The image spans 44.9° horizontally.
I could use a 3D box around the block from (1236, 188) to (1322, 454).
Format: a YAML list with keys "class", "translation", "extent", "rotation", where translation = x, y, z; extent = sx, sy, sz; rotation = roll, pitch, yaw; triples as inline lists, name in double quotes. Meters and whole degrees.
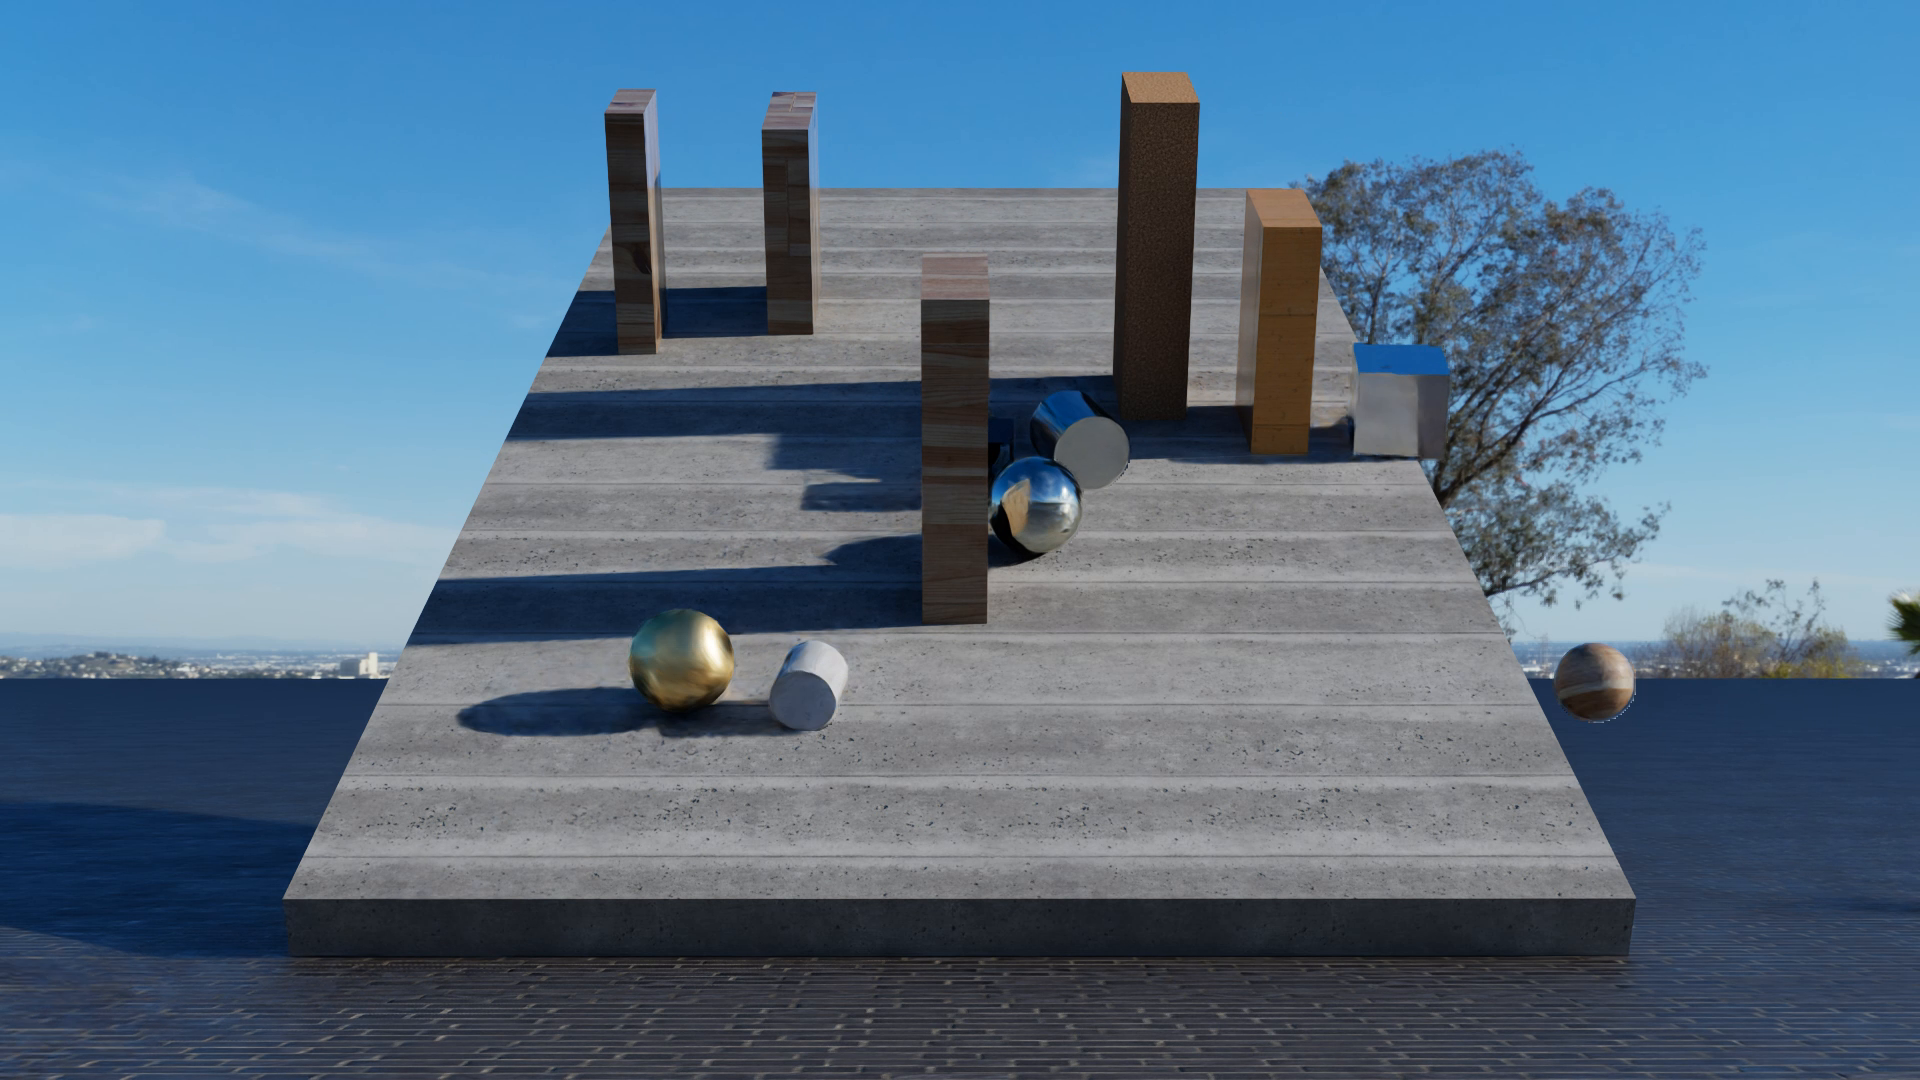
- class: "block"
  translation: [0.697, -0.484, 5.109]
  extent: [0.124, 0.511, 0.306]
  rotation: [0, 24, 0]

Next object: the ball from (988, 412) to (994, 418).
- class: "ball"
  translation: [0.022, -0.221, 4.976]
  extent: [0.134, 0.134, 0.134]
  rotation: [0, -3, 0]

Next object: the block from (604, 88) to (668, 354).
- class: "block"
  translation: [-0.787, -0.777, 5.667]
  extent: [0.092, 0.594, 0.258]
  rotation: [0, 24, 0]

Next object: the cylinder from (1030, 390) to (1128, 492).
- class: "cylinder"
  translation: [0.251, -0.212, 4.914]
  extent: [0.167, 0.167, 0.167]
  rotation: [1, 22, -18]

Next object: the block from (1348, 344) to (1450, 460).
- class: "block"
  translation: [0.961, -0.305, 5.097]
  extent: [0.194, 0.194, 0.194]
  rotation: [2, 24, 5]

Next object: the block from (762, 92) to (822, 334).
- class: "block"
  translation: [-0.424, -0.834, 5.889]
  extent: [0.113, 0.520, 0.406]
  rotation: [0, 24, 0]

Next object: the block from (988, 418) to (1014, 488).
- class: "block"
  translation: [0.036, -0.163, 4.832]
  extent: [0.143, 0.143, 0.143]
  rotation: [2, 24, 4]

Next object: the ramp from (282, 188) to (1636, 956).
- class: "ramp"
  translation: [-0.008, -0.227, 5.281]
  extent: [2.000, 0.100, 4.000]
  rotation: [0, 24, 0]

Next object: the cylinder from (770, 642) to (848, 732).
- class: "cylinder"
  translation: [-0.256, 0.247, 3.932]
  extent: [0.114, 0.114, 0.114]
  rotation: [-1, 23, 9]

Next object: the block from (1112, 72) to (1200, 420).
- class: "block"
  translation: [0.439, -0.665, 5.253]
  extent: [0.147, 0.726, 0.305]
  rotation: [0, 24, 0]

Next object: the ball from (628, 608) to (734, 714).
- class: "ball"
  translation: [-0.473, 0.205, 3.945]
  extent: [0.179, 0.179, 0.179]
  rotation: [0, -3, 0]

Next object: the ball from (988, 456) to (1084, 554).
- class: "ball"
  translation: [0.146, -0.068, 4.556]
  extent: [0.191, 0.191, 0.191]
  rotation: [0, -3, 0]

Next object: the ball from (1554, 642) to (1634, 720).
- class: "ball"
  translation: [1.151, 0.256, 4.214]
  extent: [0.141, 0.141, 0.141]
  rotation: [0, -3, 0]

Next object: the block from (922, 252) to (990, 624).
- class: "block"
  translation: [-0.009, -0.188, 4.289]
  extent: [0.119, 0.625, 0.282]
  rotation: [0, 24, 0]
